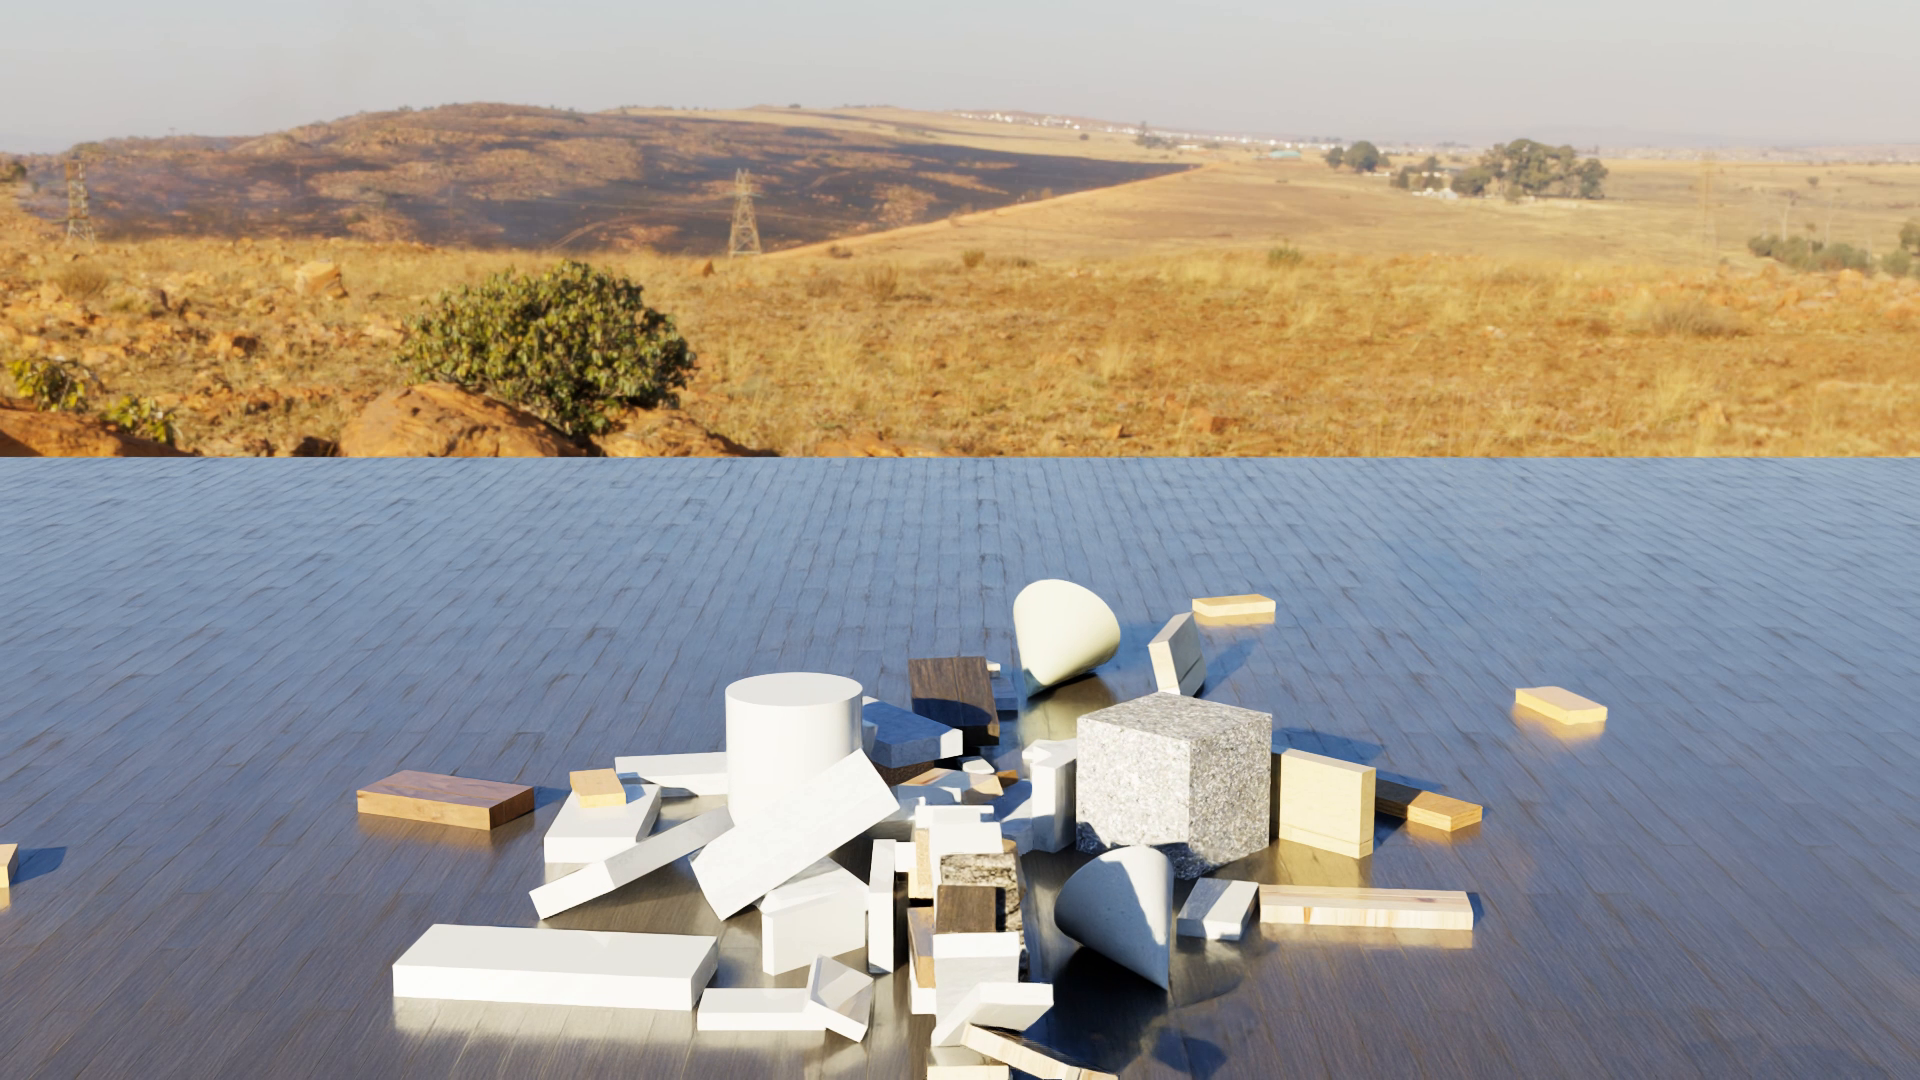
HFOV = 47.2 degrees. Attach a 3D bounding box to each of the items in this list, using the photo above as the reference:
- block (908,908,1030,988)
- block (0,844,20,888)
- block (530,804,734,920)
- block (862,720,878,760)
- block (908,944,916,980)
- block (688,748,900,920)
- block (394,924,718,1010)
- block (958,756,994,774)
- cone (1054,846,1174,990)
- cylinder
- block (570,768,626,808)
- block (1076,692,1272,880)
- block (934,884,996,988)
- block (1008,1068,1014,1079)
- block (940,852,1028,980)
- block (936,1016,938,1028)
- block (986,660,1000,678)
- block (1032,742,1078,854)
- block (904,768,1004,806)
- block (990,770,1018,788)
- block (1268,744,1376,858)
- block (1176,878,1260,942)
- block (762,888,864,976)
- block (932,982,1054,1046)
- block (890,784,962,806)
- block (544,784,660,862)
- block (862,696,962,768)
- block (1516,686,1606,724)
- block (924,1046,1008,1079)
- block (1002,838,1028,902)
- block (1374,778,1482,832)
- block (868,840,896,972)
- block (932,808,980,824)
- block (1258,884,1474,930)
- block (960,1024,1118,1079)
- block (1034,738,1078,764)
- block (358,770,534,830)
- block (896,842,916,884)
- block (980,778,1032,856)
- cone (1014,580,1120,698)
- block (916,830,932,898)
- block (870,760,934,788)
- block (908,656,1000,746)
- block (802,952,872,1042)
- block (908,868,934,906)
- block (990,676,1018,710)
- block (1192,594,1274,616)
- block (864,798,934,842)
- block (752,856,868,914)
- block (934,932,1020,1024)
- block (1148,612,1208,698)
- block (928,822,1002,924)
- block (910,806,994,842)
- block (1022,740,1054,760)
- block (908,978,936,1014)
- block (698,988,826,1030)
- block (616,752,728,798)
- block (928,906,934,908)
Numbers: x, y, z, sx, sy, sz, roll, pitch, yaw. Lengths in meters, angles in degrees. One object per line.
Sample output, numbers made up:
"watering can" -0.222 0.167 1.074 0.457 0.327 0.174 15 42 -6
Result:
"block" 0.008 0.556 3.023 0.148 0.042 0.296 -1 3 -4
"block" -1.740 0.561 3.726 0.252 0.036 0.126 -3 11 -15
"block" -0.538 0.532 3.654 0.170 0.048 0.340 -25 -3 30
"block" -0.305 0.382 4.235 0.292 0.146 0.041 18 9 27
"block" -0.001 0.608 3.240 0.148 0.042 0.296 -1 -5 -2
"block" -0.276 0.483 3.629 0.340 0.048 0.170 -32 22 -7
"block" -0.600 0.637 3.286 0.446 0.048 0.170 1 11 7
"block" 0.031 0.451 4.379 0.049 0.014 0.097 -3 11 -15
"cone" 0.272 0.608 3.327 0.202 0.202 0.202 -4 38 -22
"cylinder" -0.303 0.395 4.035 0.250 0.250 0.250 0 11 0
"block" -0.671 0.459 4.067 0.081 0.023 0.162 -3 11 -16
"block" 0.377 0.427 3.880 0.243 0.243 0.243 9 14 41
"block" 0.007 0.513 2.848 0.077 0.022 0.154 2 39 -1
"block" 0.013 0.698 2.864 0.097 0.028 0.194 0 -6 -3
"block" 0.030 0.497 2.908 0.099 0.028 0.198 -1 39 -4
"block" 0.006 0.677 3.065 0.060 0.017 0.120 0 -4 -9
"block" 0.021 0.296 5.084 0.101 0.029 0.202 -2 2 -13
"block" 0.234 0.448 4.011 0.044 0.155 0.338 6 12 30
"block" -0.037 0.465 4.021 0.126 0.036 0.252 -23 8 -25
"block" 0.021 0.464 4.163 0.162 0.023 0.081 -11 3 36
"block" 0.601 0.459 3.952 0.310 0.155 0.044 10 14 43
"block" 0.419 0.596 3.559 0.100 0.028 0.200 3 11 16
"block" -0.223 0.599 3.373 0.180 0.090 0.026 -10 14 -42
"block" 0.037 0.605 2.772 0.091 0.026 0.267 4 -27 -13
"block" -0.120 0.473 3.853 0.126 0.036 0.252 8 -20 -32
"block" -0.642 0.510 3.977 0.158 0.045 0.316 0 11 0
"block" -0.162 0.382 4.399 0.168 0.048 0.336 -8 13 -35
"block" 1.317 0.361 4.823 0.100 0.028 0.200 -3 11 -17
"block" 0.006 0.657 2.742 0.097 0.028 0.194 0 -6 -2
"block" 0.051 0.481 3.265 0.078 0.022 0.156 19 15 -11
"block" 0.825 0.489 4.136 0.097 0.027 0.304 -9 14 -41
"block" -0.120 0.569 3.436 0.036 0.126 0.253 0 11 0
"block" -0.005 0.462 3.409 0.074 0.021 0.148 0 22 0
"block" 0.655 0.595 3.566 0.334 0.028 0.100 1 11 6
"block" 0.096 0.635 2.690 0.091 0.026 0.182 23 -9 -41
"block" 0.340 0.426 4.430 0.361 0.044 0.154 -7 13 -33
"block" -0.963 0.485 4.119 0.292 0.041 0.146 4 11 22
"block" -0.023 0.525 3.569 0.158 0.045 0.316 -1 -12 -1
"block" 0.108 0.505 4.005 0.154 0.044 0.309 6 12 30
"cone" 0.200 0.277 5.033 0.265 0.265 0.265 5 38 24
"block" -0.026 0.485 3.297 0.078 0.022 0.156 -1 23 -2
"block" -0.236 0.433 4.383 0.336 0.048 0.168 8 13 36
"block" -0.016 0.338 4.619 0.168 0.048 0.336 -2 22 -4
"block" -0.174 0.654 3.151 0.090 0.025 0.180 26 9 -5
"block" 0.001 0.547 3.457 0.158 0.045 0.316 0 -12 0
"block" 0.072 0.343 4.924 0.097 0.027 0.194 -1 11 -5
"block" 0.727 0.173 5.838 0.194 0.027 0.097 -4 11 -19
"block" -0.095 0.487 3.777 0.126 0.036 0.253 -6 -18 10
"block" -0.287 0.565 3.681 0.155 0.044 0.310 -5 12 -26
"block" 0.020 0.557 2.734 0.099 0.028 0.399 -2 -26 -1
"block" 0.493 0.271 4.945 0.044 0.154 0.309 -12 7 18
"block" 0.012 0.467 2.989 0.099 0.028 0.198 -1 39 -4
"block" -0.017 0.499 3.687 0.126 0.036 0.253 0 -23 -4
"block" 0.166 0.429 4.498 0.049 0.014 0.097 4 11 19
"block" 0.004 0.630 3.054 0.148 0.042 0.296 -1 -10 -3
"block" -0.281 0.673 3.154 0.180 0.026 0.090 0 11 0
"block" -0.521 0.456 4.278 0.292 0.041 0.146 -2 11 -10
"block" -0.020 0.581 3.454 0.049 0.014 0.097 -3 -6 12
